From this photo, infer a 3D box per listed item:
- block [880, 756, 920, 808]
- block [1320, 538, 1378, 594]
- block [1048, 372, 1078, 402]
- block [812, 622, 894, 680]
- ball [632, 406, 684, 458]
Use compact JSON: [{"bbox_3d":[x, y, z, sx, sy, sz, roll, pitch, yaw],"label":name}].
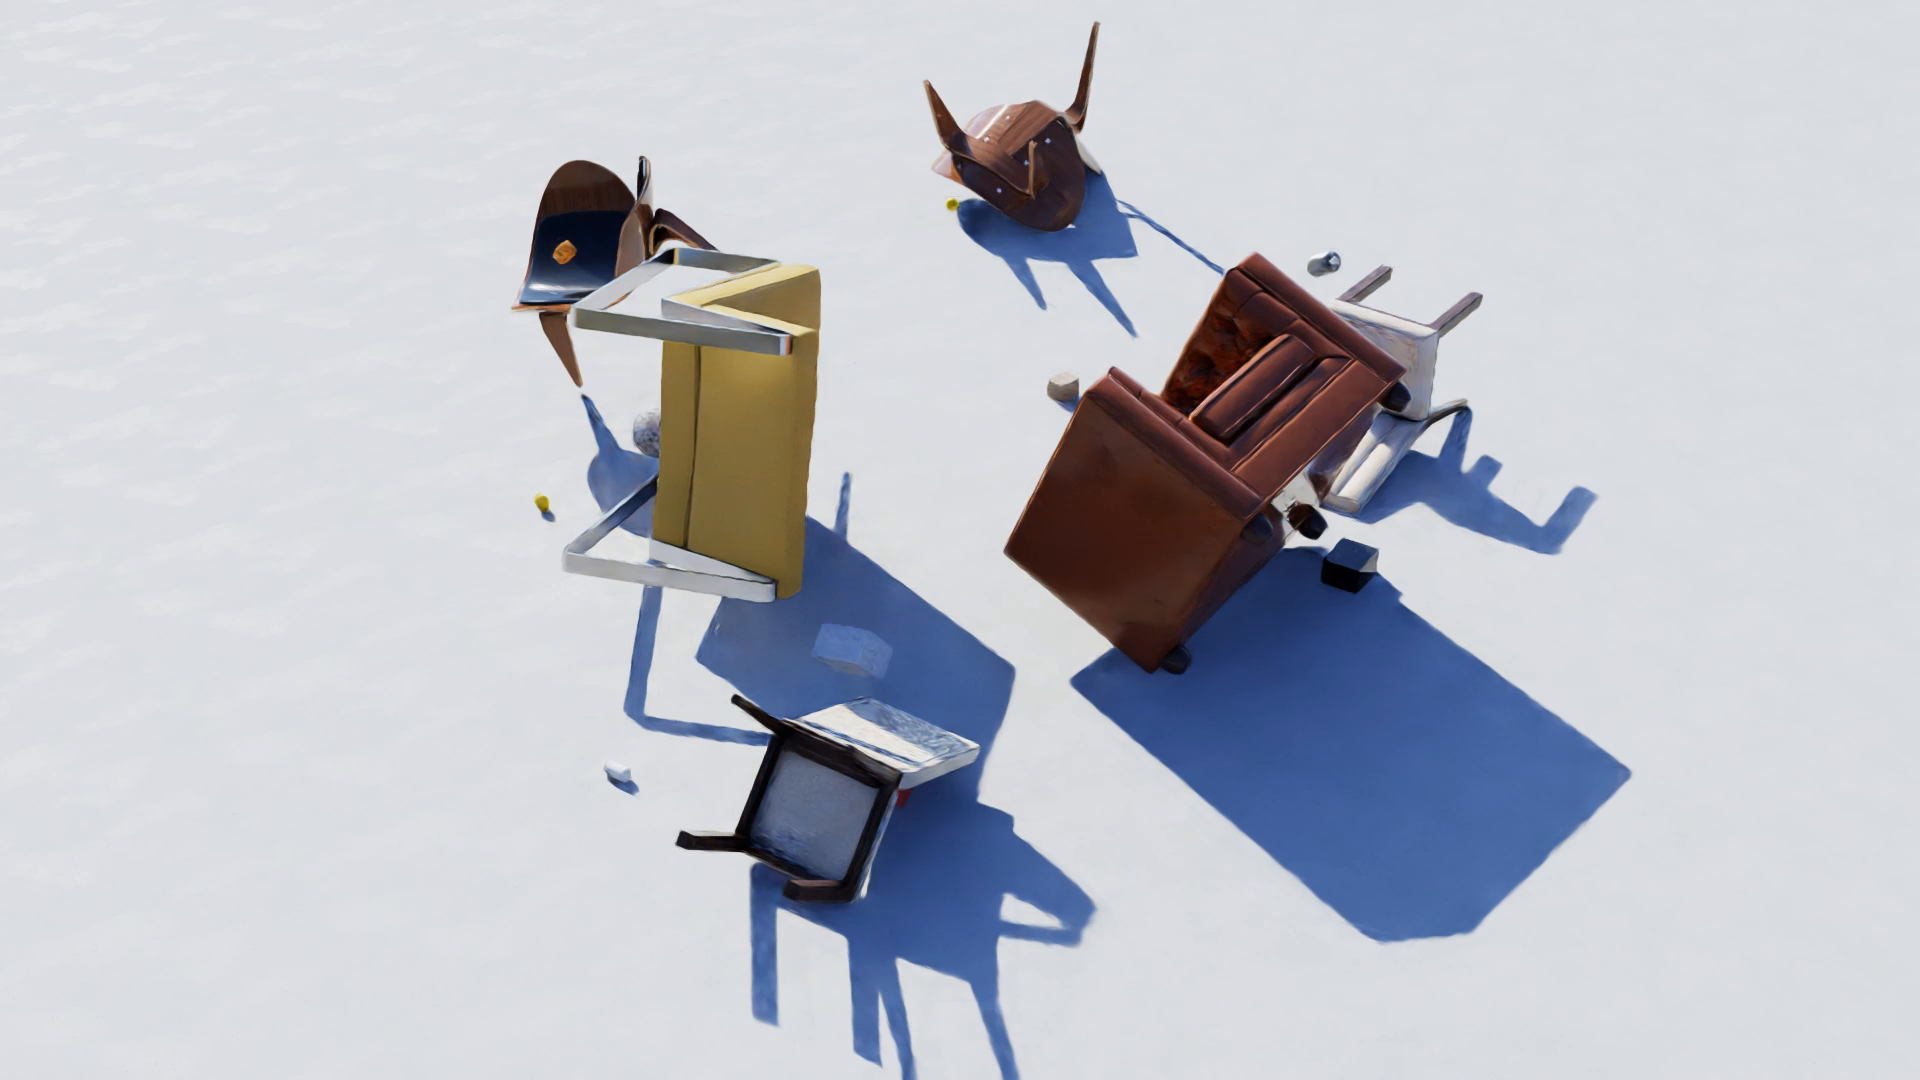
[{"bbox_3d":[-0.200,0.791,9.599,0.079,0.134,0.077,17,26,-17],"label":"block"},{"bbox_3d":[1.424,0.094,10.709,0.144,0.102,0.172,19,38,26],"label":"block"},{"bbox_3d":[0.415,-0.616,11.809,0.097,0.076,0.074,-25,41,-33],"label":"block"},{"bbox_3d":[-0.363,0.377,9.929,0.195,0.170,0.121,9,73,33],"label":"block"},{"bbox_3d":[-1.155,-0.415,11.227,0.200,0.200,0.200,0,33,0],"label":"ball"}]
